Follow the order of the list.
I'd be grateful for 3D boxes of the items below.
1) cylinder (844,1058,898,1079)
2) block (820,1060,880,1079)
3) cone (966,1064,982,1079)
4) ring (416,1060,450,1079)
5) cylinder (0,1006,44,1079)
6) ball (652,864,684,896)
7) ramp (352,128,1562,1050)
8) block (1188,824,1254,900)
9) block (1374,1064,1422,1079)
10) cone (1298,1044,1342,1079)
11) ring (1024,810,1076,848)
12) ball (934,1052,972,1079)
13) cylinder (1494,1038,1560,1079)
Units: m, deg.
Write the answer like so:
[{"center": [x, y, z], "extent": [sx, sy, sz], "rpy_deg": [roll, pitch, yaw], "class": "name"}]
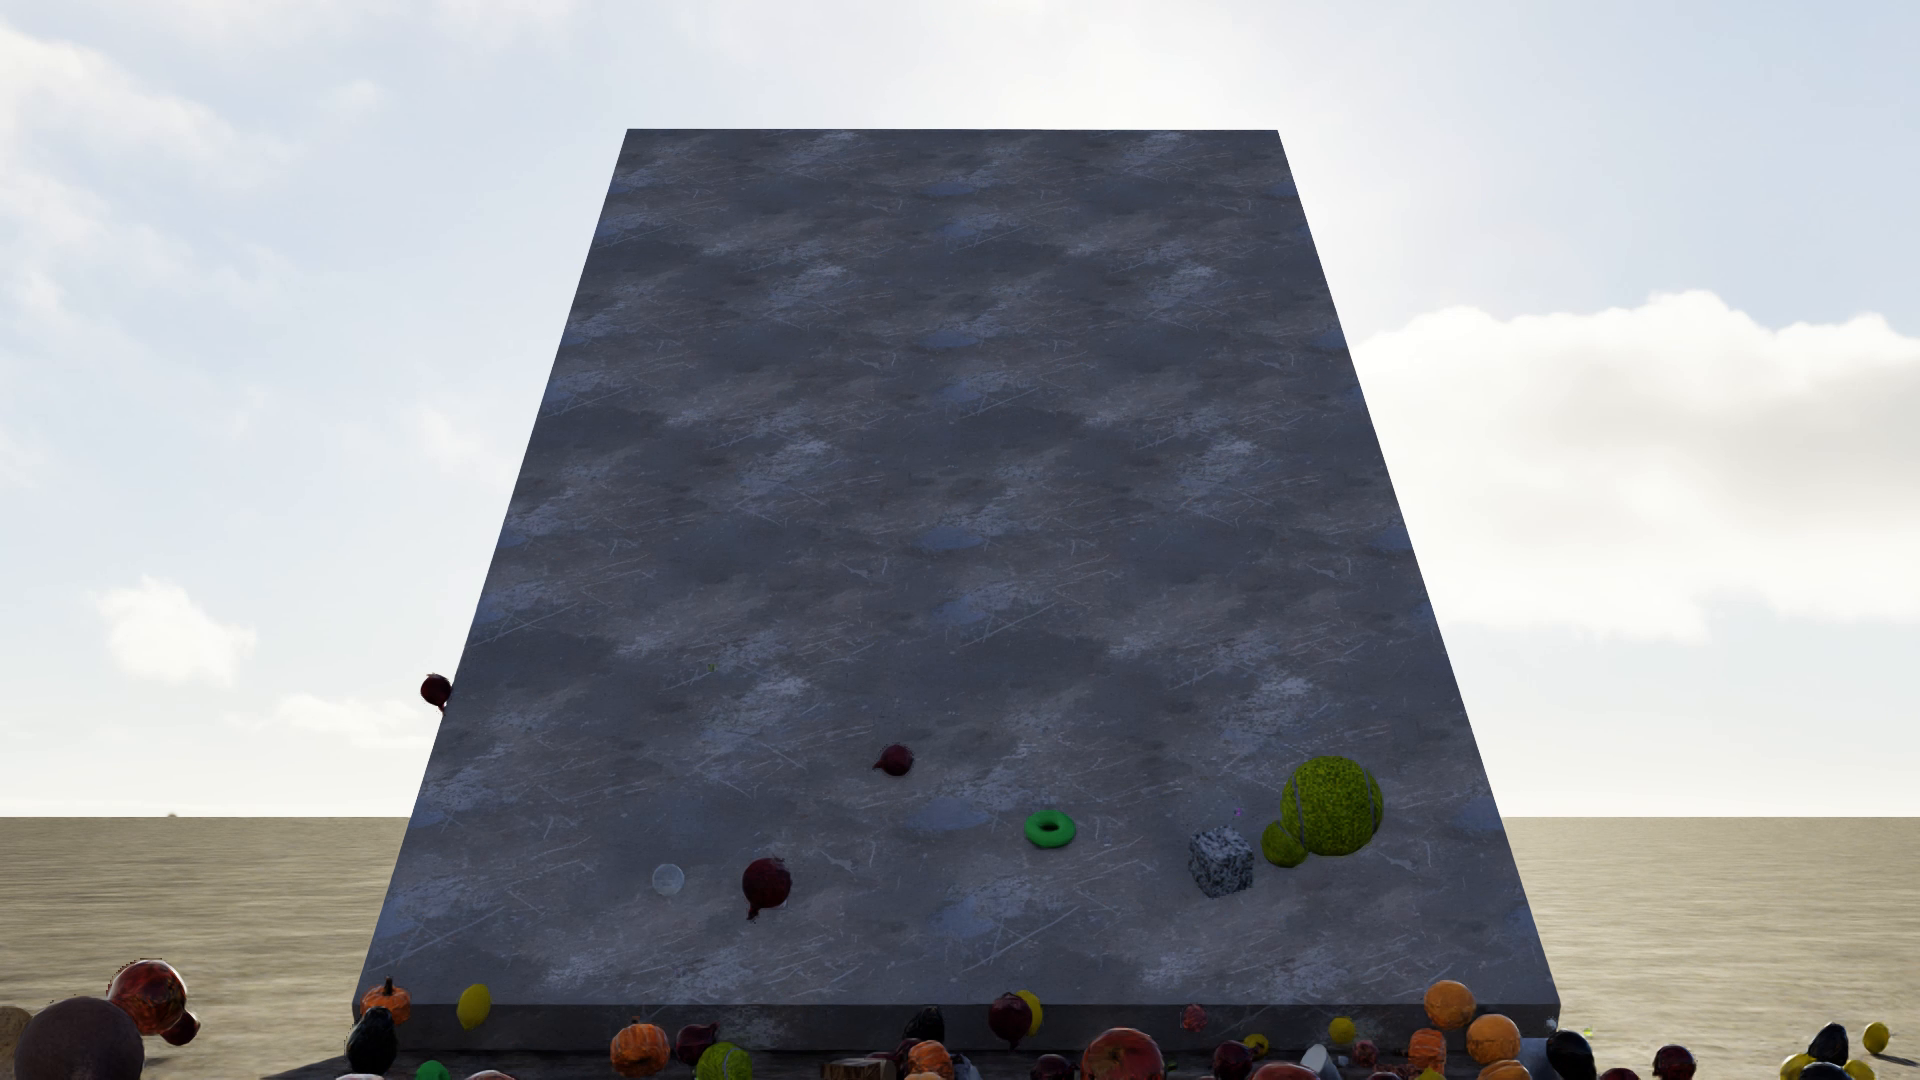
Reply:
[{"center": [-0.126, 0.738, 3.302], "extent": [0.063, 0.063, 0.063], "rpy_deg": [-2, -7, 17], "class": "cylinder"}, {"center": [-0.147, 0.732, 3.243], "extent": [0.062, 0.062, 0.062], "rpy_deg": [-2, -7, 18], "class": "block"}, {"center": [0.019, 0.713, 3.129], "extent": [0.074, 0.074, 0.074], "rpy_deg": [0, -6, 0], "class": "cone"}, {"center": [-0.666, 0.701, 3.072], "extent": [0.027, 0.082, 0.082], "rpy_deg": [-15, -8, 7], "class": "ring"}, {"center": [-1.232, 0.646, 3.077], "extent": [0.098, 0.098, 0.098], "rpy_deg": [6, -18, -44], "class": "cylinder"}, {"center": [-0.511, 0.594, 4.243], "extent": [0.056, 0.056, 0.056], "rpy_deg": [0, -6, 0], "class": "ball"}, {"center": [-0.014, -0.205, 5.755], "extent": [2.000, 0.100, 4.000], "rpy_deg": [0, 31, 0], "class": "ramp"}, {"center": [0.459, 0.567, 4.270], "extent": [0.083, 0.083, 0.083], "rpy_deg": [-13, 33, -21], "class": "block"}, {"center": [0.593, 0.740, 3.282], "extent": [0.054, 0.054, 0.054], "rpy_deg": [0, -6, -4], "class": "block"}, {"center": [0.533, 0.771, 3.515], "extent": [0.059, 0.059, 0.059], "rpy_deg": [33, -18, -18], "class": "cone"}, {"center": [0.163, 0.524, 4.392], "extent": [0.094, 0.031, 0.094], "rpy_deg": [1, 31, -1], "class": "ring"}, {"center": [-0.008, 0.759, 3.452], "extent": [0.055, 0.055, 0.055], "rpy_deg": [0, -6, 0], "class": "ball"}, {"center": [0.817, 0.755, 3.494], "extent": [0.070, 0.070, 0.070], "rpy_deg": [1, -6, -11], "class": "cylinder"}]
